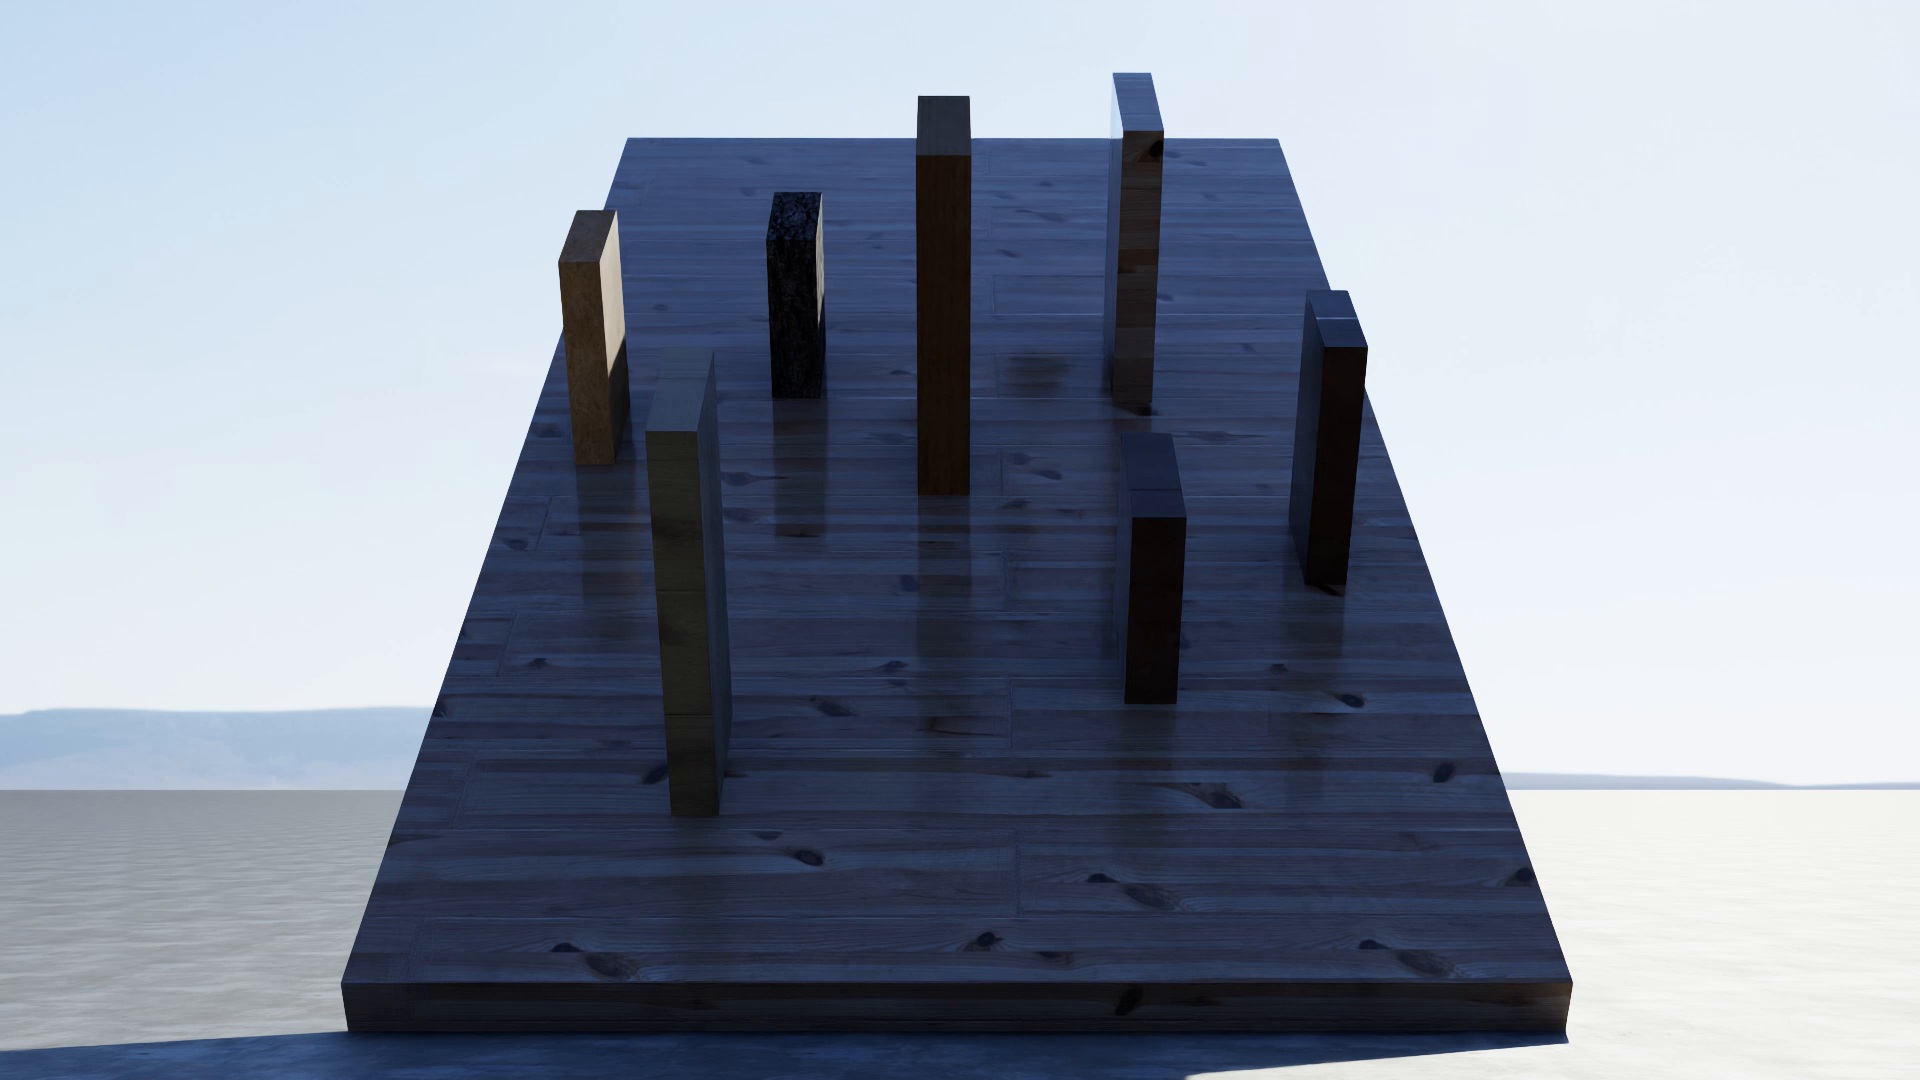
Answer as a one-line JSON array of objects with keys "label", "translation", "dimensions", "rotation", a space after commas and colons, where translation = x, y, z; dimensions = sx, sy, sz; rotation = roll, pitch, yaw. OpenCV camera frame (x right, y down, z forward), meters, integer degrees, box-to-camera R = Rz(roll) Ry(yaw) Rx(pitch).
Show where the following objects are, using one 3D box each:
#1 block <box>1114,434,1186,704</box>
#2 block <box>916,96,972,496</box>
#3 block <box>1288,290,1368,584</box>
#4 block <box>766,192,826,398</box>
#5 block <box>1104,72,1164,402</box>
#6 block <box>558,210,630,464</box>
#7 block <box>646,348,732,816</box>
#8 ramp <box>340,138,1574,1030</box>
[{"label": "block", "translation": [0.366, 0.053, 4.673], "dimensions": [0.100, 0.409, 0.344], "rotation": [0, 29, 0]}, {"label": "block", "translation": [-0.036, -0.540, 5.332], "dimensions": [0.115, 0.797, 0.378], "rotation": [0, 29, 0]}, {"label": "block", "translation": [0.764, -0.213, 5.012], "dimensions": [0.086, 0.544, 0.283], "rotation": [0, 29, 0]}, {"label": "block", "translation": [-0.394, -0.594, 5.823], "dimensions": [0.115, 0.409, 0.306], "rotation": [0, 29, 0]}, {"label": "block", "translation": [0.414, -0.729, 5.789], "dimensions": [0.094, 0.683, 0.414], "rotation": [0, 29, 0]}, {"label": "block", "translation": [-0.833, -0.465, 5.498], "dimensions": [0.091, 0.498, 0.306], "rotation": [0, 29, 0]}, {"label": "block", "translation": [-0.474, 0.077, 4.256], "dimensions": [0.084, 0.768, 0.328], "rotation": [0, 29, 0]}, {"label": "ramp", "translation": [-0.012, -0.215, 5.670], "dimensions": [2.000, 0.100, 4.000], "rotation": [0, 29, 0]}]
